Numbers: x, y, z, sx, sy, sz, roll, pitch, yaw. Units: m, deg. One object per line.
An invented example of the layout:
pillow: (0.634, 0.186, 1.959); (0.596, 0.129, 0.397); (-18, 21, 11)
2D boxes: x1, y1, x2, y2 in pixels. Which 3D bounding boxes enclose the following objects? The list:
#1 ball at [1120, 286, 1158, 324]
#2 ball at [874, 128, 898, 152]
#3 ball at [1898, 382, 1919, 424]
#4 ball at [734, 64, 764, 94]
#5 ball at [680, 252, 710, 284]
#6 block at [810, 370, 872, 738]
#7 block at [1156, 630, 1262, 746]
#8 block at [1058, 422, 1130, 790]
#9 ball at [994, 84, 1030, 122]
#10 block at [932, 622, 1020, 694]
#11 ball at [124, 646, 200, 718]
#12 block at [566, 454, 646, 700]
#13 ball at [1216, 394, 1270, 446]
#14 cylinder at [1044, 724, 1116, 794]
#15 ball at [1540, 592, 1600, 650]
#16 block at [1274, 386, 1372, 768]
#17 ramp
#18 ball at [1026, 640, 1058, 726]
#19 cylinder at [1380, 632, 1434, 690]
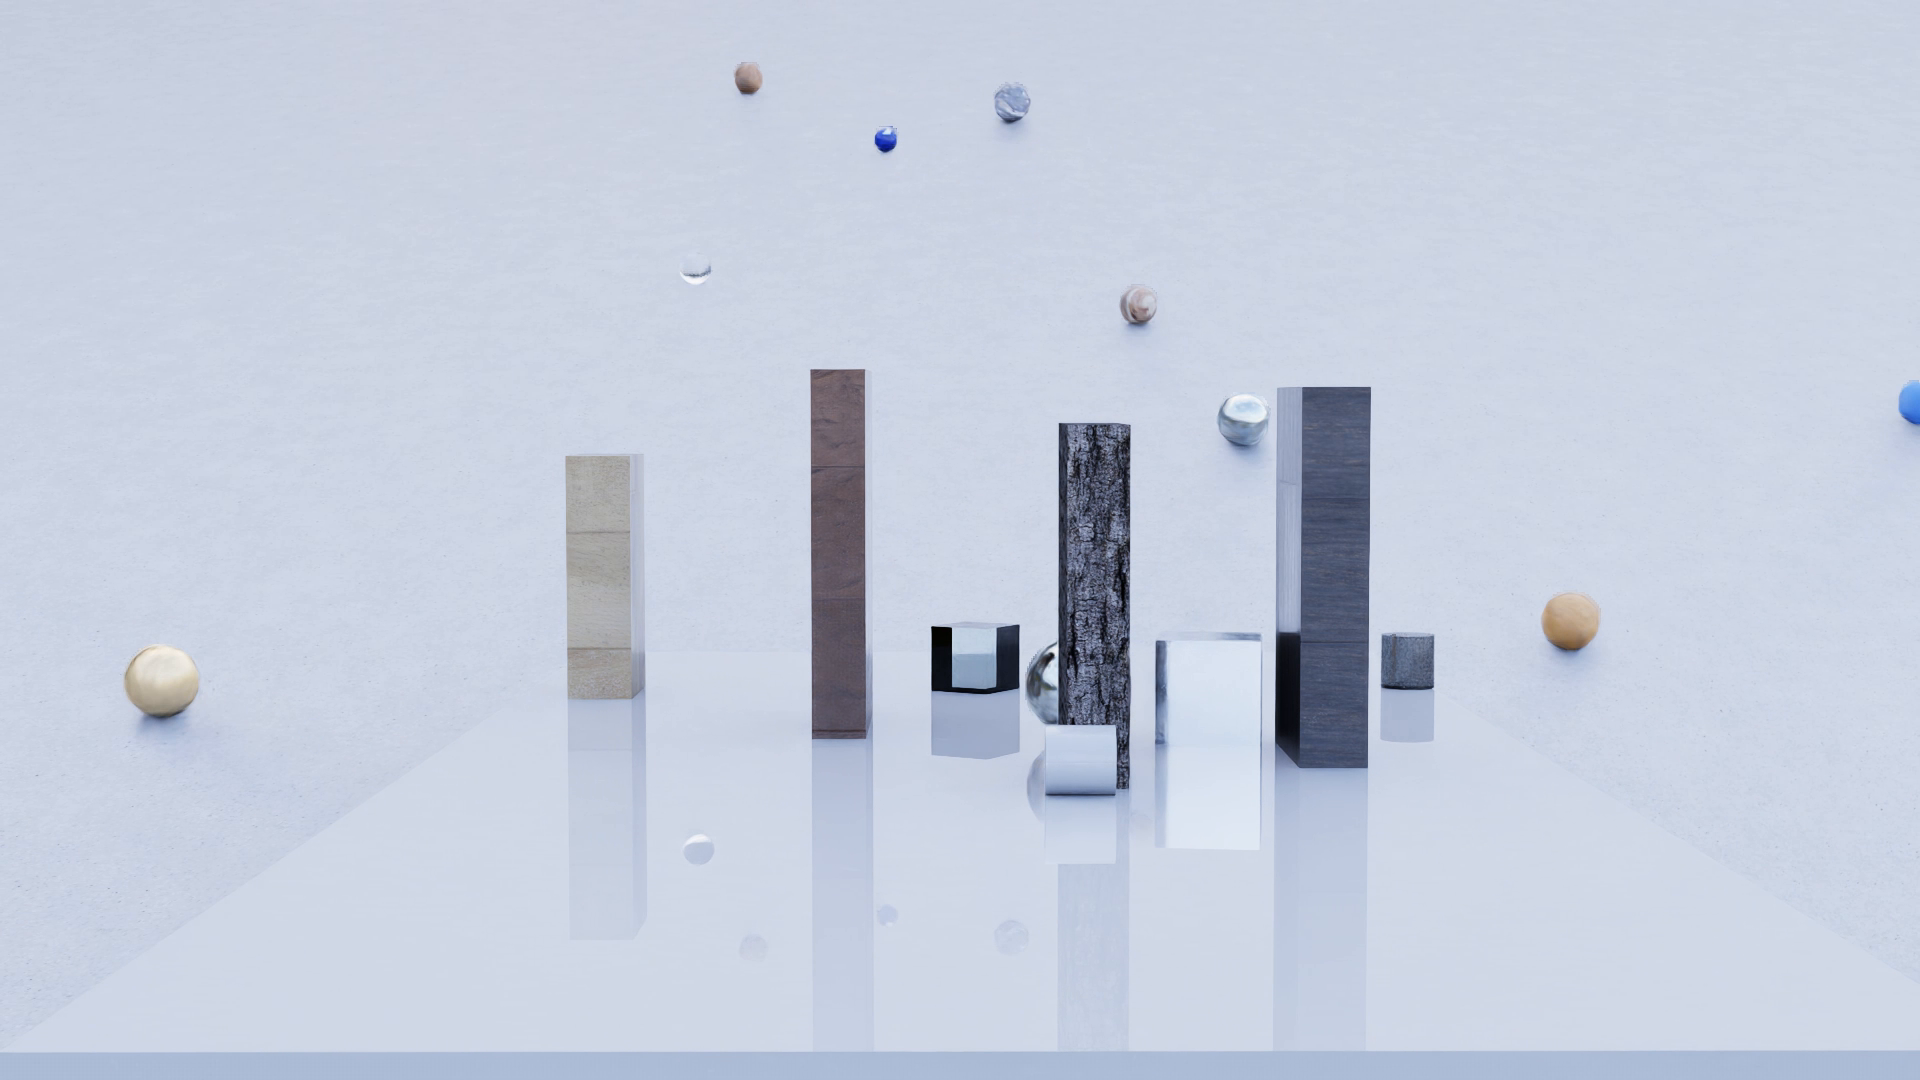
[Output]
ball: (0.666, -0.875, 9.602); (0.141, 0.141, 0.141); (0, 21, 0)
ball: (-0.358, -1.924, 12.358); (0.113, 0.113, 0.113); (0, 21, 0)
ball: (3.180, -0.454, 8.505); (0.143, 0.143, 0.143); (0, 21, 0)
ball: (-1.125, -2.454, 13.676); (0.154, 0.154, 0.154); (0, 21, 0)
ball: (-1.044, -1.070, 10.128); (0.125, 0.125, 0.125); (0, 21, 0)
block: (-0.230, 0.017, 5.043); (0.103, 0.698, 0.409); (0, 3, 0)
block: (0.472, 0.278, 4.859); (0.194, 0.194, 0.194); (0, 3, 8)
block: (0.227, 0.101, 4.400); (0.103, 0.599, 0.371); (0, 3, 0)
ball: (0.263, -2.210, 13.001); (0.185, 0.185, 0.185); (0, 21, 0)
block: (0.034, 0.259, 5.679); (0.143, 0.143, 0.143); (2, 4, 31)
ball: (-1.978, 0.350, 6.371); (0.179, 0.179, 0.179); (0, 21, 0)
block: (-0.772, 0.074, 5.611); (0.137, 0.521, 0.247); (0, 3, 0)
ball: (0.915, -0.388, 8.299); (0.169, 0.169, 0.169); (0, 21, 0)
cylinder: (0.195, 0.357, 4.172); (0.114, 0.114, 0.114); (0, 21, 1)
ball: (1.606, 0.214, 6.763); (0.151, 0.151, 0.151); (0, 21, 0)
block: (0.650, 0.057, 4.626); (0.119, 0.662, 0.349); (0, 3, 0)
ramp: (0.049, 0.444, 4.532); (2.000, 0.100, 4.000); (0, 3, 0)
ball: (0.221, 0.279, 4.869); (0.191, 0.191, 0.191); (0, 21, 0)
cylinder: (0.998, 0.269, 5.725); (0.117, 0.117, 0.117); (0, 3, 0)
